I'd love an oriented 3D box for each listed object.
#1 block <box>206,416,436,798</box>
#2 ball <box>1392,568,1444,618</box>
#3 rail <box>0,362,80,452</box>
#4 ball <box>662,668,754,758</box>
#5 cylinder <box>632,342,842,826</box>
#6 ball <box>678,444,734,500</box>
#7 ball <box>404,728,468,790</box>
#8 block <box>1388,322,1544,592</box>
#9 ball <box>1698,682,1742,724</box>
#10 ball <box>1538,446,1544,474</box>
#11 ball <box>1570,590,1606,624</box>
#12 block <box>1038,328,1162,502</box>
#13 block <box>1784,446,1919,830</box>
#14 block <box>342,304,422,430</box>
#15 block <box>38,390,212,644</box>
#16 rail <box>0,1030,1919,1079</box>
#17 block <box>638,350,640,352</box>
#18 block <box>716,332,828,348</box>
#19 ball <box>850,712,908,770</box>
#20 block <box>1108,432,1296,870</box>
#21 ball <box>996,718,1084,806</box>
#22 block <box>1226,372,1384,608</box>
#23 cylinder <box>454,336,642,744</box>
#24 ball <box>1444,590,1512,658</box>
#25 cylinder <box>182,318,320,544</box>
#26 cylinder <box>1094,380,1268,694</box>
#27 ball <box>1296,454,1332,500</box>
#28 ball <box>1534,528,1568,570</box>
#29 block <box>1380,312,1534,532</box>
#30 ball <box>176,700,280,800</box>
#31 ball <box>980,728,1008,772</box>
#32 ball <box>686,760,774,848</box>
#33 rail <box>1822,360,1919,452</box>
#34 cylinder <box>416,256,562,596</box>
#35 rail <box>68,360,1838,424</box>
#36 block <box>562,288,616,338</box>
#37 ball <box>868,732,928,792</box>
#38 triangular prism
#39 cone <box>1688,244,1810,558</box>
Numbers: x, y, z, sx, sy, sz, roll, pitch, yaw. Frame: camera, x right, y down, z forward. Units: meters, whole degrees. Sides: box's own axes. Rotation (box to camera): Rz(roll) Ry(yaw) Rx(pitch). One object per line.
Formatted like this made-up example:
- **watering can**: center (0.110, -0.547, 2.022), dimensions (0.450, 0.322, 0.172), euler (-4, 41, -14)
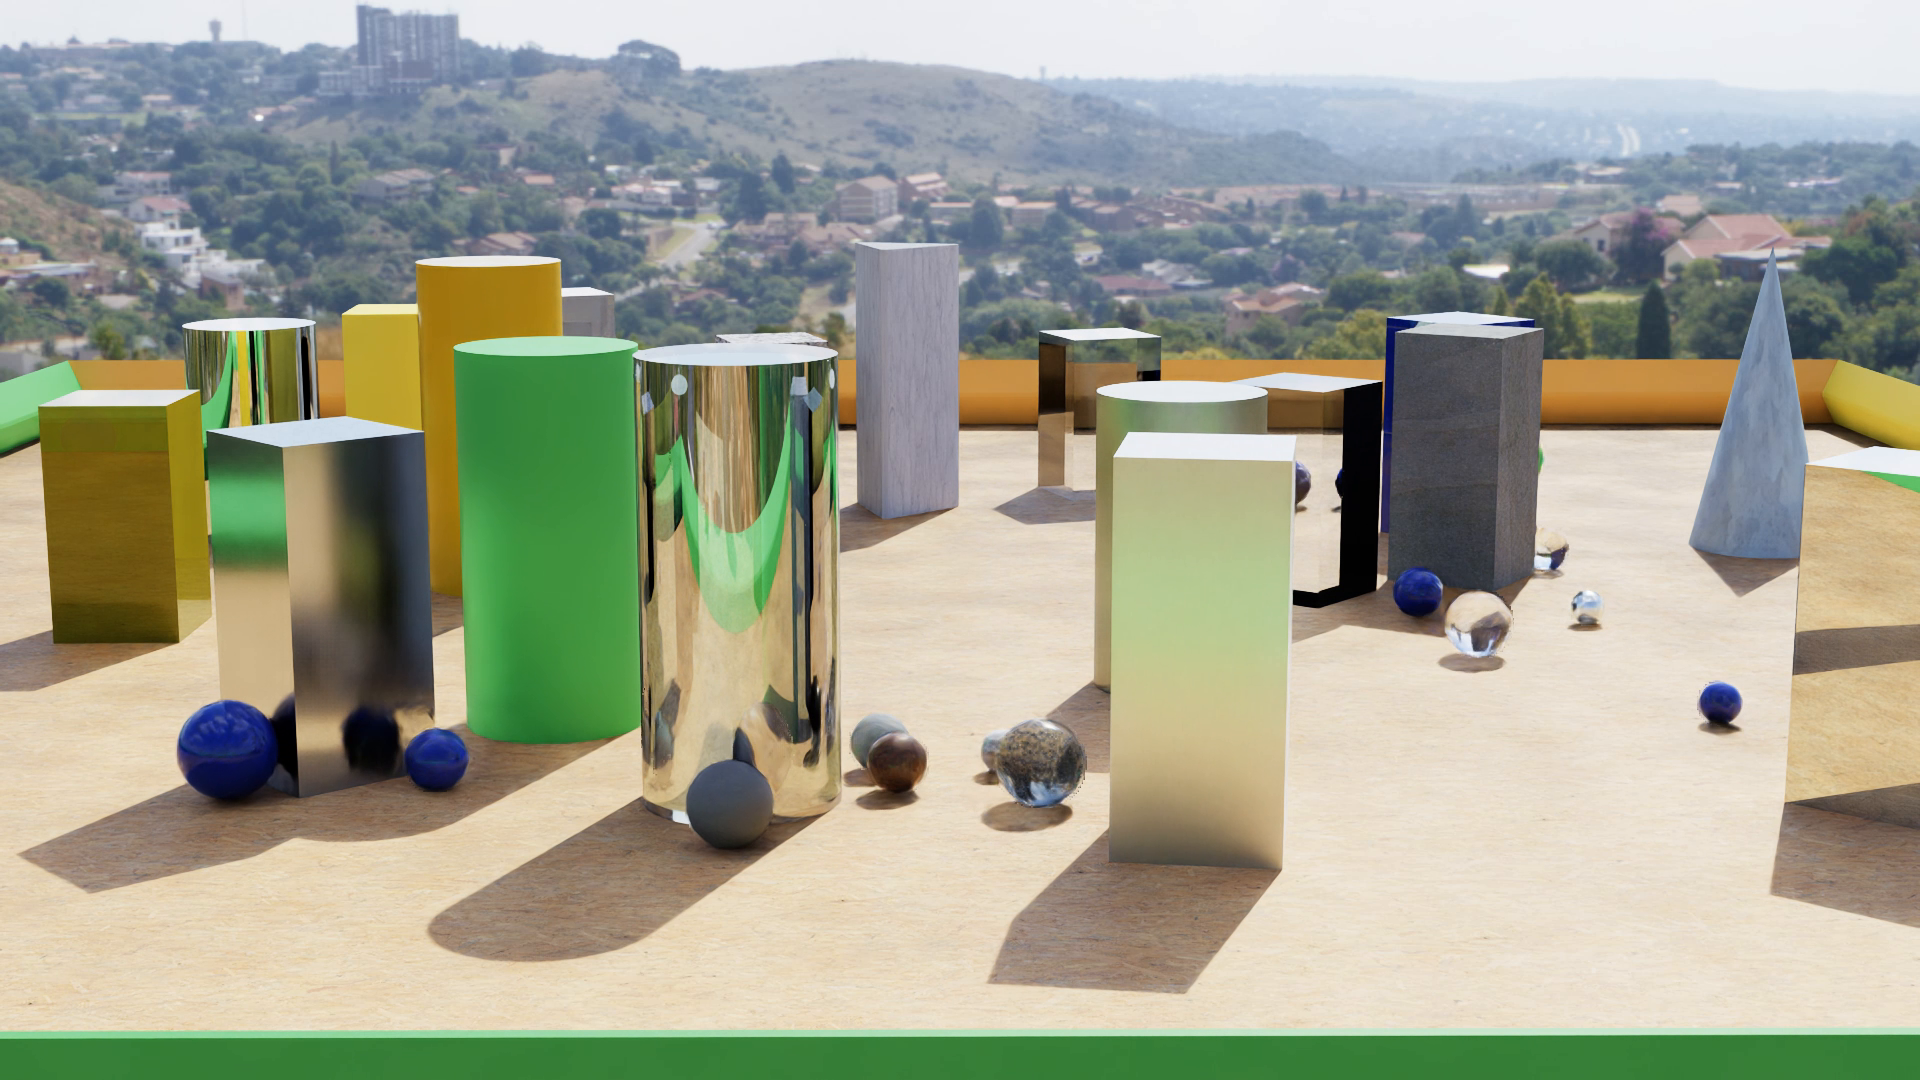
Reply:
- **block**: center (-0.661, 0.064, 2.662), dimensions (0.160, 0.358, 0.160), euler (-10, 14, -42)
- **ball**: center (0.613, 0.070, 3.431), dimensions (0.067, 0.067, 0.067), euler (0, 10, 0)
- **rail**: center (-1.796, 0.035, 3.438), dimensions (0.045, 0.130, 3.725), euler (0, 10, 0)
- **ball**: center (-0.268, 0.184, 2.732), dimensions (0.097, 0.097, 0.097), euler (0, 10, 0)
- **cylinder**: center (-0.219, 0.039, 2.543), dimensions (0.200, 0.449, 0.200), euler (0, 10, 0)
- **ball**: center (-0.430, -0.115, 4.350), dimensions (0.096, 0.096, 0.096), euler (0, 10, 0)
- **ball**: center (-0.532, 0.223, 2.611), dimensions (0.063, 0.063, 0.063), euler (0, 10, 0)
- **block**: center (0.724, -0.122, 3.674), dimensions (0.160, 0.356, 0.160), euler (7, 12, 32)
- **ball**: center (0.852, 0.183, 2.874), dimensions (0.047, 0.047, 0.047), euler (0, 10, 0)
- **ball**: center (0.979, -0.142, 4.509), dimensions (0.092, 0.092, 0.092), euler (0, 10, 0)
- **ball**: center (0.829, 0.089, 3.384), dimensions (0.046, 0.046, 0.046), euler (0, 10, 0)
- **block**: center (0.239, -0.219, 4.425), dimensions (0.160, 0.274, 0.160), euler (-4, 11, -20)
- **block**: center (0.939, 0.094, 2.543), dimensions (0.160, 0.343, 0.160), euler (10, 14, 42)
- **block**: center (-0.838, -0.168, 3.899), dimensions (0.160, 0.365, 0.160), euler (-1, 11, -4)
- **block**: center (-1.080, -0.033, 3.329), dimensions (0.160, 0.305, 0.160), euler (0, 10, -1)
- **rail**: center (0.011, 0.368, 1.641), dimensions (3.639, 0.130, 0.045), euler (0, 10, 0)
- **block**: center (-0.564, -0.181, 4.276), dimensions (0.160, 0.253, 0.160), euler (8, 13, 35)
- **block**: center (-0.324, -0.215, 4.423), dimensions (0.160, 0.266, 0.160), euler (-3, 11, -18)
- **ball**: center (-0.083, 0.211, 2.679), dimensions (0.062, 0.062, 0.062), euler (0, 10, 0)
- **block**: center (0.229, 0.100, 2.409), dimensions (0.160, 0.380, 0.160), euler (2, 11, 8)
- **ball**: center (0.079, 0.221, 2.553), dimensions (0.088, 0.088, 0.088), euler (0, 10, 0)
- **block**: center (0.474, -0.073, 3.570), dimensions (0.160, 0.296, 0.160), euler (8, 13, 38)
- **cylinder**: center (-0.454, -0.005, 2.851), dimensions (0.200, 0.424, 0.200), euler (0, 10, 0)
- **ball**: center (0.646, 0.104, 3.198), dimensions (0.083, 0.083, 0.083), euler (0, 10, 0)
- **cylinder**: center (-1.102, -0.172, 4.010), dimensions (0.200, 0.332, 0.200), euler (0, 10, 0)
- **cylinder**: center (0.260, -0.002, 3.035), dimensions (0.200, 0.351, 0.200), euler (0, 10, 0)
- **ball**: center (0.590, -0.106, 4.350), dimensions (0.079, 0.079, 0.079), euler (0, 10, 0)
- **ball**: center (0.857, 0.013, 3.747), dimensions (0.063, 0.063, 0.063), euler (0, 10, 0)
- **block**: center (0.778, -0.177, 4.016), dimensions (0.160, 0.340, 0.160), euler (-8, 13, -35)
- **ball**: center (-0.735, 0.211, 2.576), dimensions (0.100, 0.100, 0.100), euler (0, 10, 0)
- **ball**: center (0.044, 0.220, 2.674), dimensions (0.046, 0.046, 0.046), euler (0, 10, 0)
- **ball**: center (-0.217, 0.249, 2.419), dimensions (0.083, 0.083, 0.083), euler (0, 10, 0)
- **rail**: center (1.796, 0.032, 3.459), dimensions (0.045, 0.130, 3.725), euler (0, 10, 0)
- **cylinder**: center (-0.657, -0.163, 3.616), dimensions (0.200, 0.458, 0.200), euler (0, 10, 0)
- **rail**: center (-0.011, -0.301, 5.257), dimensions (3.639, 0.130, 0.045), euler (0, 10, 0)
- **block**: center (-0.713, -0.276, 4.577), dimensions (0.160, 0.331, 0.160), euler (-5, 11, -23)
- **ball**: center (-0.064, 0.226, 2.602), dimensions (0.061, 0.061, 0.061), euler (0, 10, 0)
- **triangular prism**: center (-0.117, -0.270, 4.251), dimensions (0.150, 0.437, 0.173), euler (10, 14, 43)
- **cone**: center (1.222, -0.217, 3.897), dimensions (0.200, 0.462, 0.200), euler (0, 10, 0)
